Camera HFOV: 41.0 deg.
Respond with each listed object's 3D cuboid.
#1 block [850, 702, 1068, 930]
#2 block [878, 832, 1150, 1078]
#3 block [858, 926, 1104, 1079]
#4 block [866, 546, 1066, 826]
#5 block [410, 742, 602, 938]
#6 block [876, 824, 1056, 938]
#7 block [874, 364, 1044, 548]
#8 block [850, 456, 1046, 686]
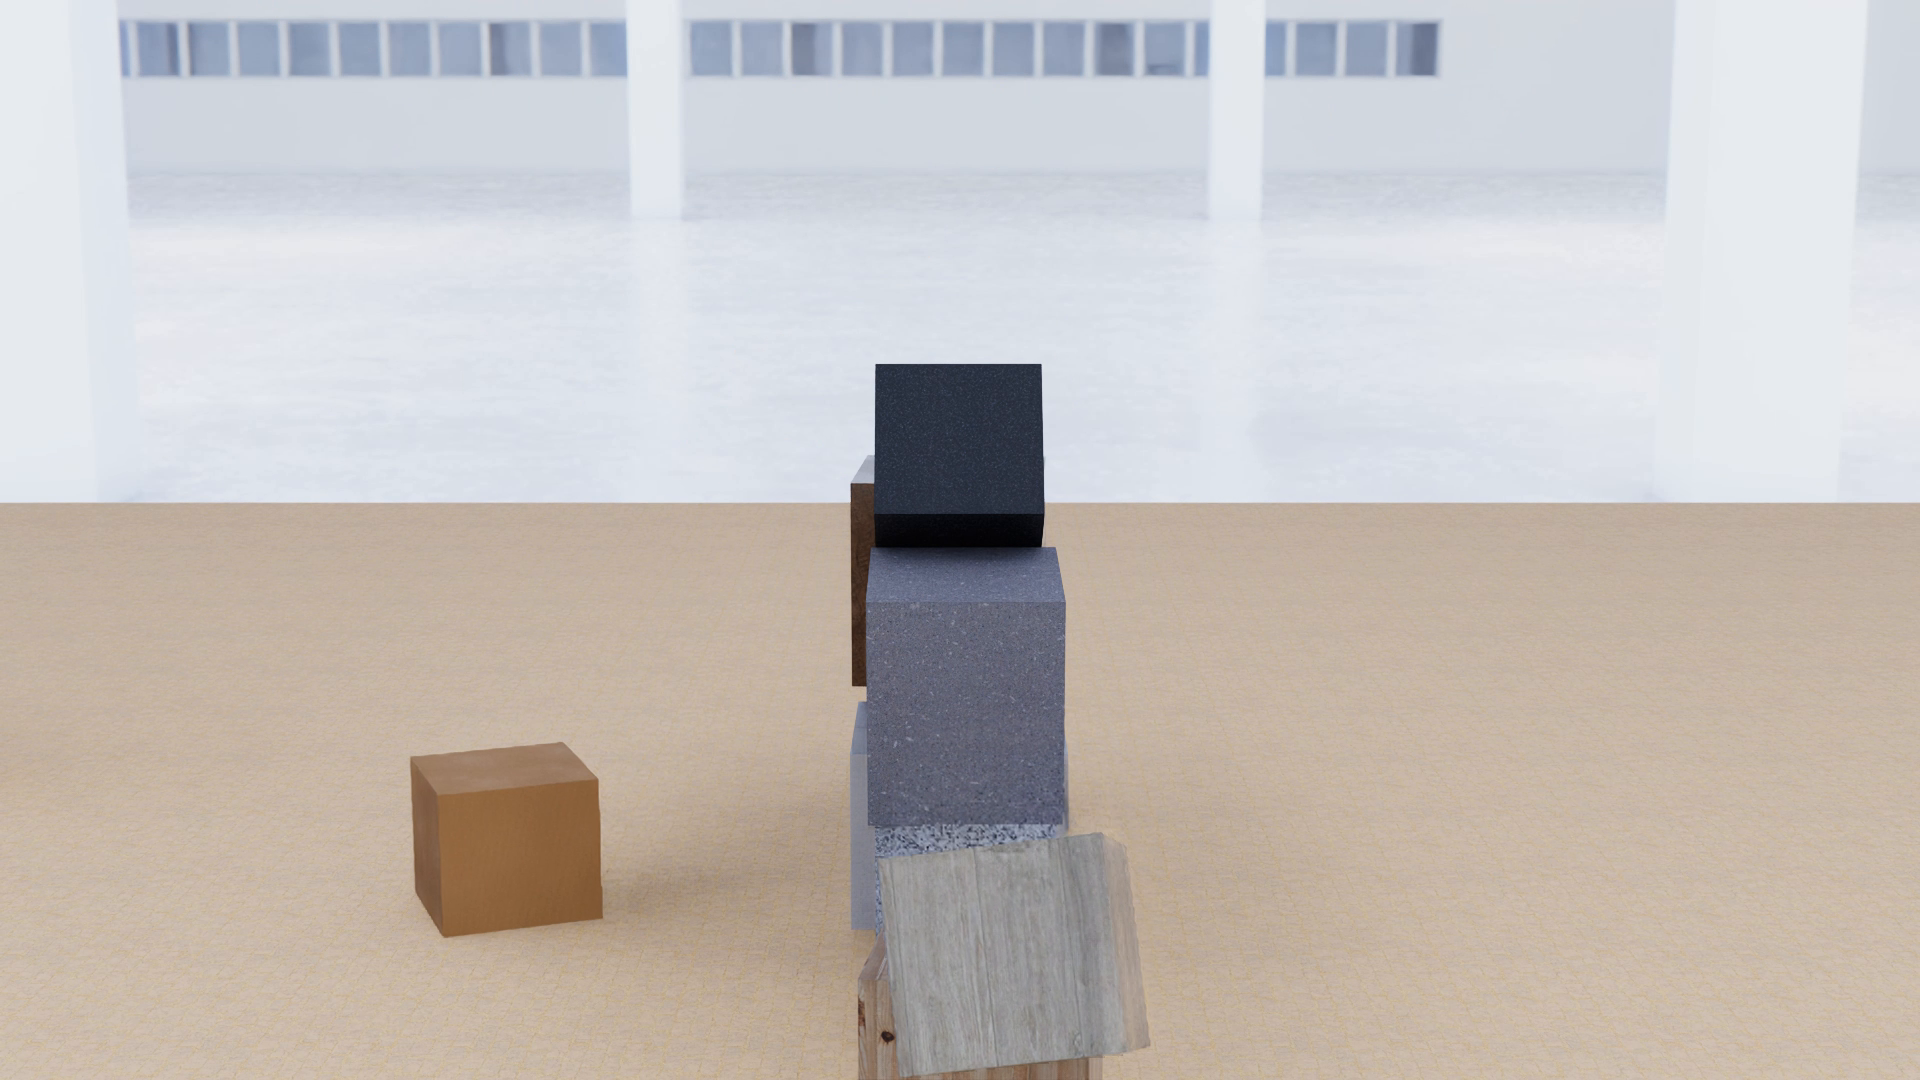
[{"bbox_3d":[-0.004,1.168,11.039,0.896,0.751,0.903,0,10,0],"label":"block"},{"bbox_3d":[0.179,1.268,7.817,0.665,0.632,0.773,-8,-11,8],"label":"block"},{"bbox_3d":[0.084,1.672,8.613,0.749,0.630,0.692,1,10,7],"label":"block"},{"bbox_3d":[0.018,0.555,10.017,0.742,0.878,0.822,0,14,-1],"label":"block"},{"bbox_3d":[-1.936,1.263,10.920,0.668,0.608,0.649,-4,11,-21],"label":"block"},{"bbox_3d":[0.021,1.343,10.219,0.689,0.700,0.749,0,10,0],"label":"block"},{"bbox_3d":[-0.007,-0.250,10.493,0.667,0.658,0.781,0,-23,-1],"label":"block"},{"bbox_3d":[-0.038,0.129,11.595,0.831,0.906,0.826,1,10,3],"label":"block"}]
